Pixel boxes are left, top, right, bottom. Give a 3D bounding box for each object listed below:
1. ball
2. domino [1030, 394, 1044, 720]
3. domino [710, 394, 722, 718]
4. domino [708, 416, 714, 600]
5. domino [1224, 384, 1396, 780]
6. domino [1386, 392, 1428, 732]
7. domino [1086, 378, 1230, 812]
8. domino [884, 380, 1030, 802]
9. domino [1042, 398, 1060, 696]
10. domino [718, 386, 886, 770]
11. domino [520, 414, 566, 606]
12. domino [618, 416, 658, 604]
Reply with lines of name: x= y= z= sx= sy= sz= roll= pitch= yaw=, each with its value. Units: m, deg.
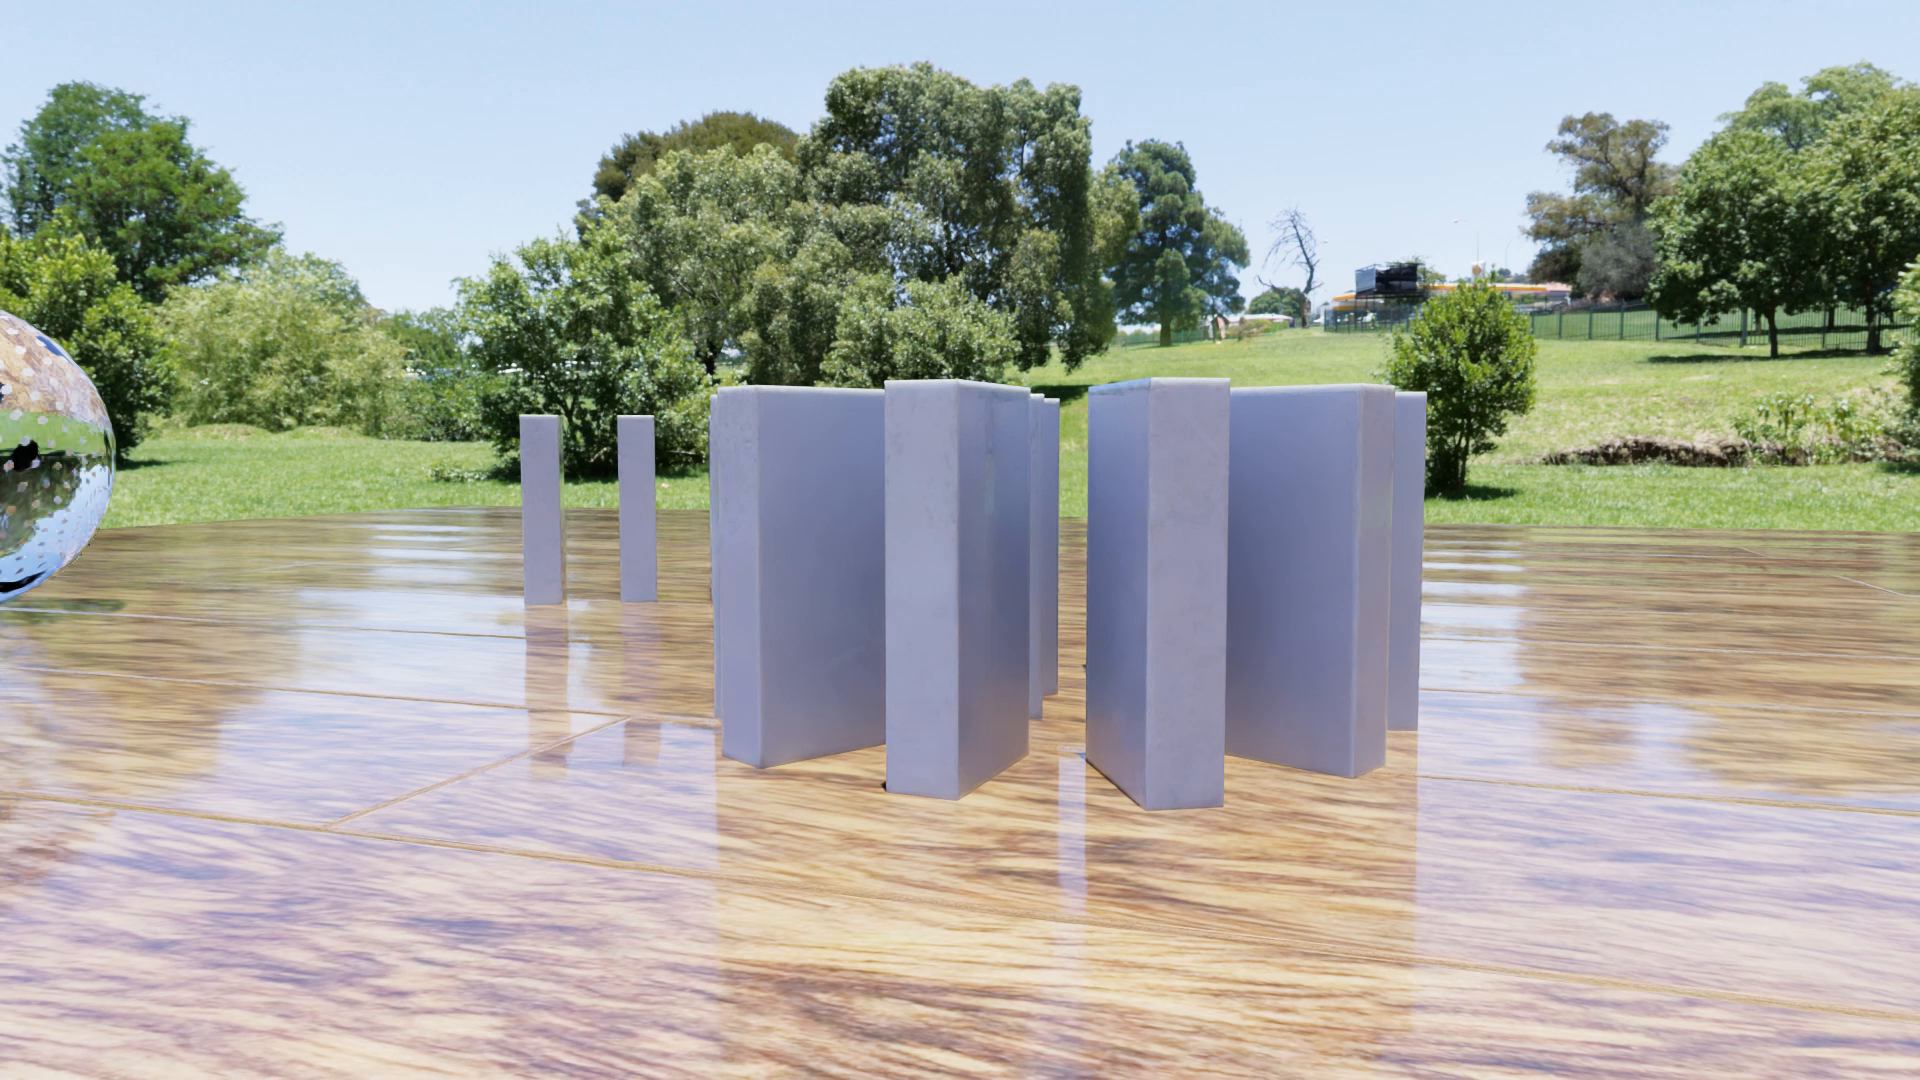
ball: x=-0.252 y=-0.021 z=0.311 sx=0.080 sy=0.080 sz=0.080 roll=0 pitch=4 yaw=0
domino: x=0.000 y=0.002 z=0.201 sx=0.025 sy=0.050 sz=0.010 roll=0 pitch=4 yaw=1
domino: x=-0.025 y=0.002 z=0.201 sx=0.025 sy=0.050 sz=0.010 roll=0 pitch=4 yaw=7
domino: x=-0.065 y=-0.009 z=0.360 sx=0.009 sy=0.050 sz=0.025 roll=-1 pitch=4 yaw=-12
domino: x=0.044 y=0.005 z=0.173 sx=0.025 sy=0.050 sz=0.009 roll=4 pitch=6 yaw=43
domino: x=0.056 y=0.003 z=0.194 sx=0.025 sy=0.050 sz=0.010 roll=0 pitch=4 yaw=4
domino: x=0.024 y=0.006 z=0.160 sx=0.009 sy=0.050 sz=0.025 roll=-1 pitch=4 yaw=-11
domino: x=0.000 y=0.005 z=0.164 sx=0.009 sy=0.050 sz=0.025 roll=2 pitch=5 yaw=23
domino: x=0.006 y=0.001 z=0.224 sx=0.009 sy=0.050 sz=0.025 roll=-3 pitch=5 yaw=-35
domino: x=-0.020 y=0.004 z=0.178 sx=0.025 sy=0.050 sz=0.009 roll=-4 pitch=6 yaw=-41
domino: x=-0.113 y=-0.009 z=0.348 sx=0.010 sy=0.050 sz=0.025 roll=-1 pitch=4 yaw=-14
domino: x=-0.089 y=-0.009 z=0.354 sx=0.009 sy=0.050 sz=0.025 roll=-1 pitch=4 yaw=-15
